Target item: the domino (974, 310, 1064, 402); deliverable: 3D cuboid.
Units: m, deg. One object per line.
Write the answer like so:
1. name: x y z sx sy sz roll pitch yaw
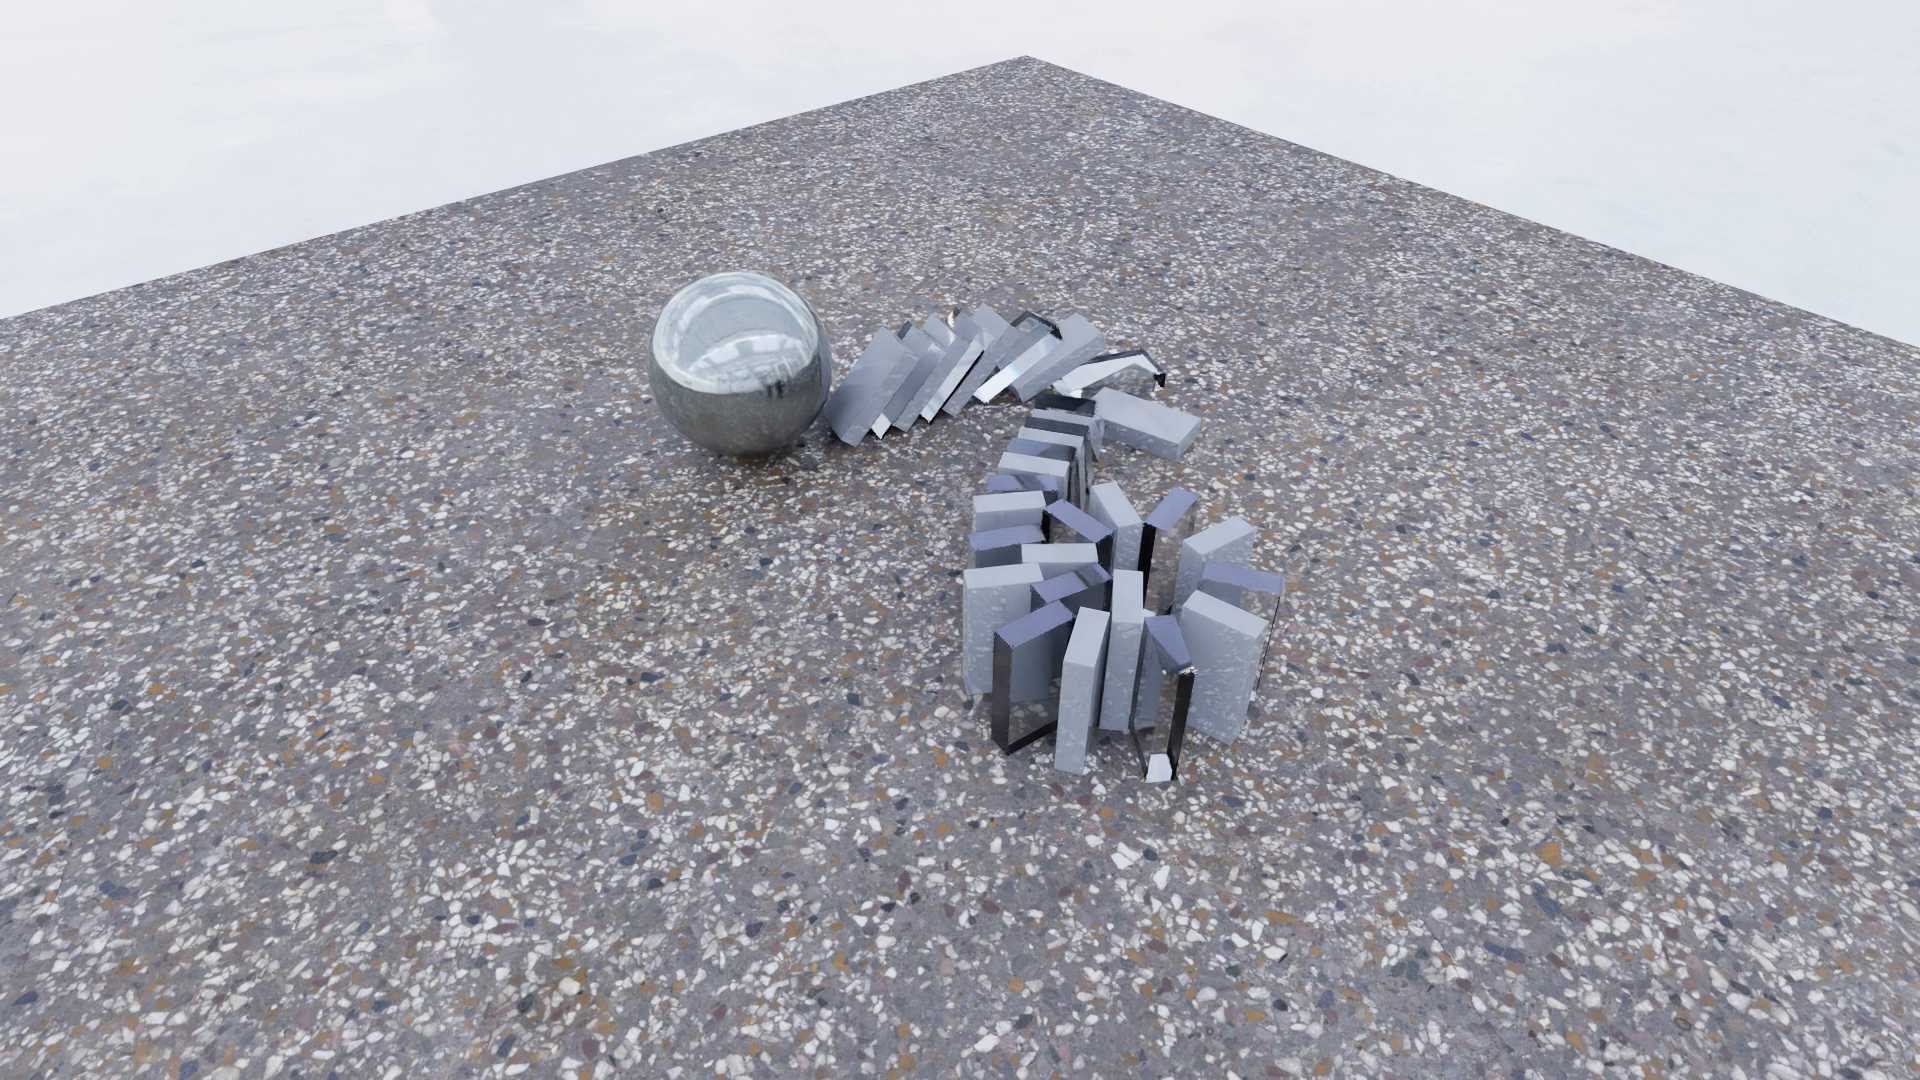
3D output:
1. domino: 0.023 -0.090 0.535 0.050 0.009 0.025 -39 44 -11

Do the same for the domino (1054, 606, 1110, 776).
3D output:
1. domino: 0.039 0.049 0.352 0.010 0.050 0.025 11 41 13

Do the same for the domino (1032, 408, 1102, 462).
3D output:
1. domino: 0.046 -0.044 0.472 0.025 0.010 0.050 10 -4 13

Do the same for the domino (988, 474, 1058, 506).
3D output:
1. domino: 0.022 -0.002 0.413 0.025 0.050 0.009 1 40 1

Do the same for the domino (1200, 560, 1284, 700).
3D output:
1. domino: 0.092 0.031 0.373 0.025 0.050 0.010 12 41 14

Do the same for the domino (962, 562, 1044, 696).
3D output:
1. domino: 0.014 0.031 0.374 0.025 0.050 0.009 -6 40 -7

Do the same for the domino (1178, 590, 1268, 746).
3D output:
1. domino: 0.083 0.042 0.360 0.025 0.050 0.009 25 45 27

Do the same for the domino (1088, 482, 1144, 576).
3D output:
1. domino: 0.055 0.007 0.403 0.009 0.050 0.025 -11 41 -13

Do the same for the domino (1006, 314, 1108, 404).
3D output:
1. domino: 0.044 -0.089 0.538 0.050 0.009 0.025 -33 43 -5

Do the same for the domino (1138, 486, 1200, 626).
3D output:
1. domino: 0.074 0.008 0.401 0.009 0.050 0.025 24 45 26

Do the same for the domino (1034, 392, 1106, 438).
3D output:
1. domino: 0.049 -0.053 0.483 0.025 0.009 0.050 11 -3 13

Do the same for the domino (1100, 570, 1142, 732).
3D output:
1. domino: 0.053 0.037 0.366 0.010 0.050 0.025 5 40 6

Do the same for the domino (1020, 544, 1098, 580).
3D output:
1. domino: 0.033 0.024 0.383 0.025 0.050 0.009 -1 39 -1

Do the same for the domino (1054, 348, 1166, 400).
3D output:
1. domino: 0.073 -0.080 0.541 0.050 0.010 0.025 -12 41 -15

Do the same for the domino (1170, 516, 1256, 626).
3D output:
1. domino: 0.088 0.018 0.390 0.025 0.050 0.009 -23 44 -25

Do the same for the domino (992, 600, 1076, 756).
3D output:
1. domino: 0.023 0.045 0.356 0.025 0.050 0.009 -23 45 -26

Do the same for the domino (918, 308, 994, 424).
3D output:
1. domino: -0.008 -0.082 0.517 0.009 0.050 0.025 25 18 -44

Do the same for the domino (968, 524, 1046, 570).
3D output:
1. domino: 0.016 0.018 0.389 0.025 0.050 0.009 -9 40 -11

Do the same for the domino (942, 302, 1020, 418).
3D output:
1. domino: 0.004 -0.086 0.522 0.050 0.010 0.025 -51 46 11

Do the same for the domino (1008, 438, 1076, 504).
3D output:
1. domino: 0.032 -0.017 0.432 0.025 0.050 0.009 10 51 12

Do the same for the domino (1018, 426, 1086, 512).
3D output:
1. domino: 0.037 -0.027 0.444 0.025 0.050 0.010 10 66 13

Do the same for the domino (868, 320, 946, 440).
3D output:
1. domino: -0.030 -0.074 0.507 0.010 0.050 0.025 25 18 -44

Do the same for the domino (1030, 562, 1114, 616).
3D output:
1. domino: 0.036 0.033 0.371 0.025 0.050 0.009 -18 43 -21

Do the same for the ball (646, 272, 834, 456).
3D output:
1. ball: -0.096 -0.077 0.481 0.080 0.080 0.080 0 39 0

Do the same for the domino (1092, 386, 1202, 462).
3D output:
1. domino: 0.083 -0.054 0.510 0.050 0.010 0.025 23 45 25

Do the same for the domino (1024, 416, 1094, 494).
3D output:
1. domino: 0.041 -0.035 0.456 0.025 0.050 0.010 10 73 13

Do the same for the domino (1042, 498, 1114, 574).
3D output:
1. domino: 0.041 0.012 0.396 0.009 0.050 0.025 -29 48 -31

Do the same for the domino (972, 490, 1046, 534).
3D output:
1. domino: 0.018 0.006 0.405 0.025 0.050 0.009 -5 40 -5

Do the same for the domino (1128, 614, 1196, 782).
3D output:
1. domino: 0.064 0.051 0.349 0.010 0.050 0.025 -4 39 -5

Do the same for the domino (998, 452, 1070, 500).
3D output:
1. domino: 0.027 -0.009 0.422 0.025 0.050 0.010 10 42 12

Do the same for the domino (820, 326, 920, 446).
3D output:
1. domino: -0.042 -0.070 0.502 0.009 0.050 0.025 25 18 -44

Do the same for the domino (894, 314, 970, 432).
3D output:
1. domino: -0.019 -0.078 0.512 0.009 0.050 0.025 25 18 -44
